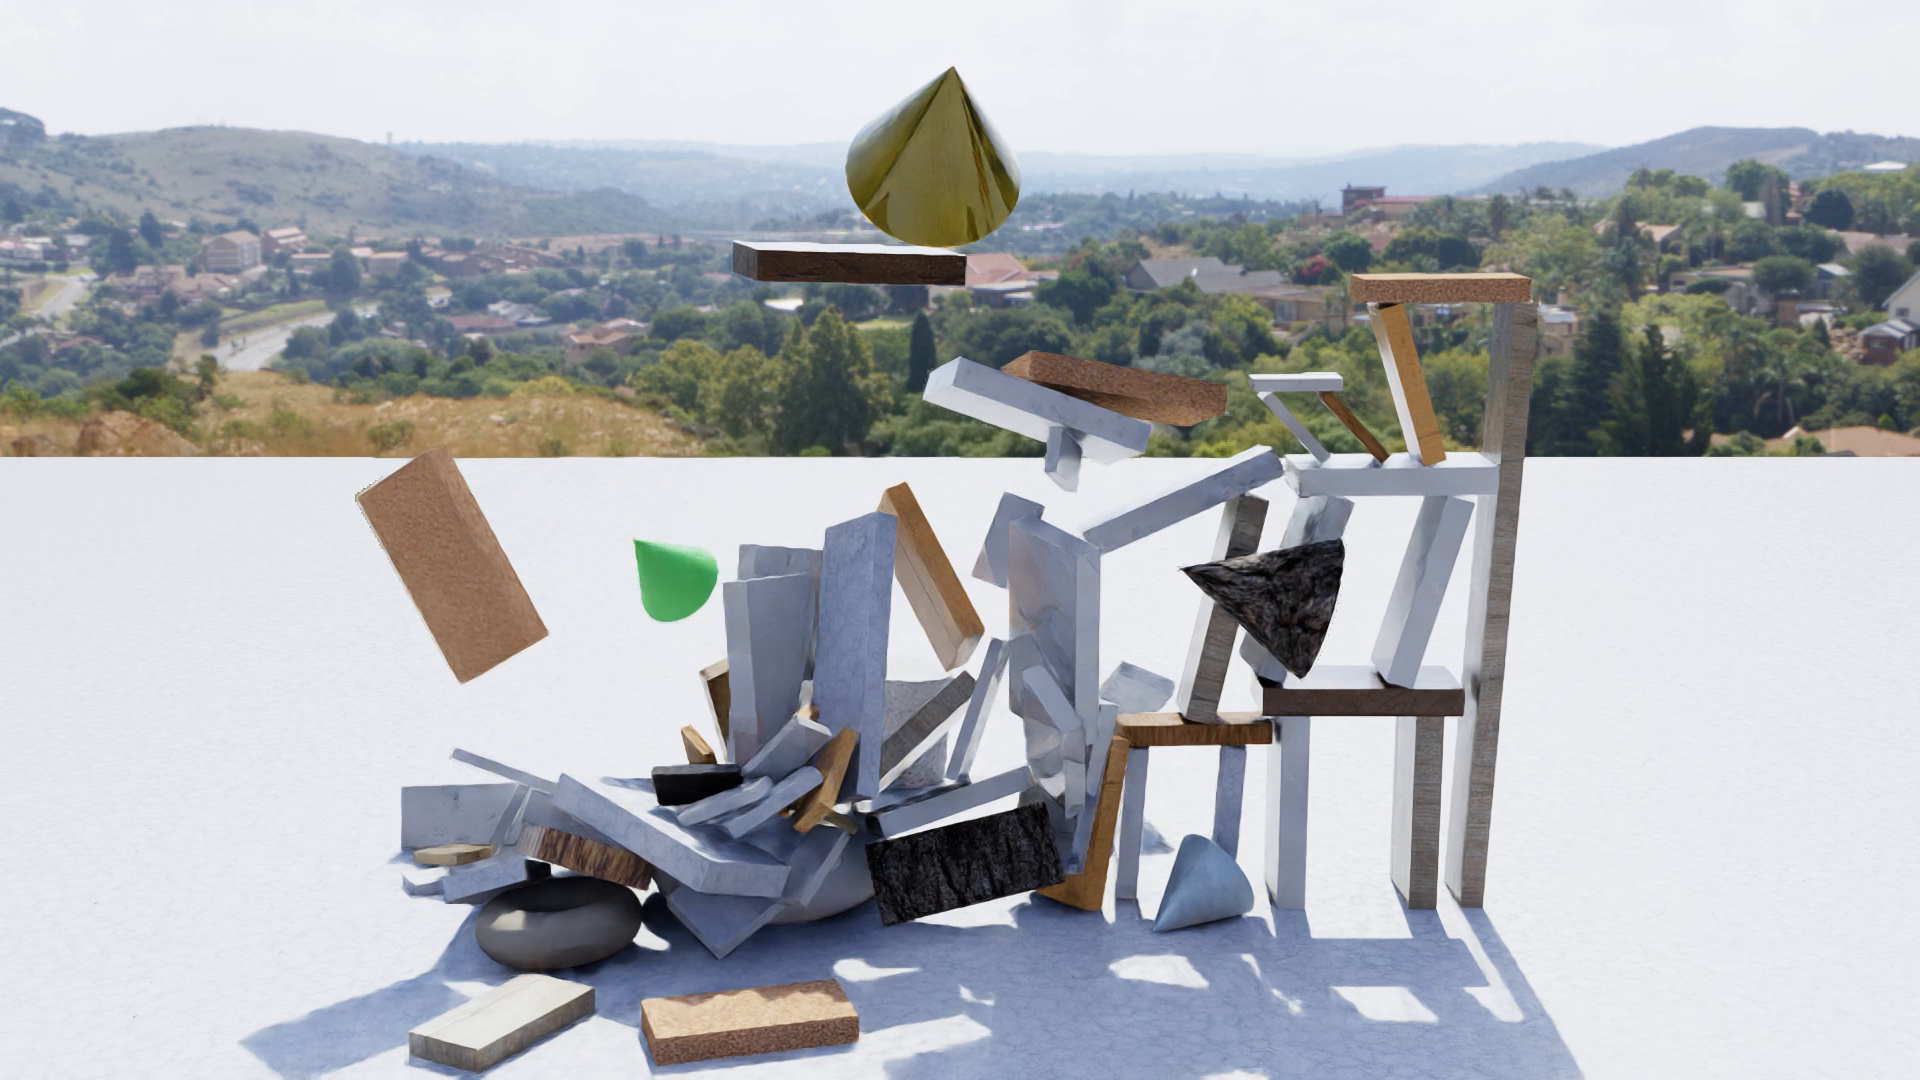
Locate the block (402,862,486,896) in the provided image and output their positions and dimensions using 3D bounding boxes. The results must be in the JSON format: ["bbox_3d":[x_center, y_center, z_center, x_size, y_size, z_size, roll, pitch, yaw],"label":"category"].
[{"bbox_3d":[-0.866,0.571,3.717,0.135,0.019,0.068,-7,12,-32],"label":"block"}]

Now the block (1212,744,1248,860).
[{"bbox_3d":[0.446,0.458,3.666,0.035,0.248,0.124,5,6,3],"label":"block"}]

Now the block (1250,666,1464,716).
[{"bbox_3d":[0.649,0.247,3.613,0.324,0.046,0.162,0,10,1],"label":"block"}]

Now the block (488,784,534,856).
[{"bbox_3d":[-0.787,0.485,3.846,0.019,0.135,0.068,27,-7,-1],"label":"block"}]

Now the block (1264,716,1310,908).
[{"bbox_3d":[0.542,0.429,3.648,0.046,0.324,0.162,0,10,0],"label":"block"}]

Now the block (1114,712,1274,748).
[{"bbox_3d":[0.386,0.315,3.664,0.248,0.035,0.124,-1,5,-4],"label":"block"}]

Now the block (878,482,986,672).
[{"bbox_3d":[-0.055,0.061,3.598,0.040,0.284,0.142,-21,-19,-22],"label":"block"}]

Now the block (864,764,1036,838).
[{"bbox_3d":[-0.018,0.421,3.562,0.259,0.037,0.130,-18,-1,-13],"label":"block"}]

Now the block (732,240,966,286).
[{"bbox_3d":[-0.177,-0.438,3.480,0.336,0.048,0.168,-1,12,-19],"label":"block"}]

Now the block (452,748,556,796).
[{"bbox_3d":[-0.690,0.423,3.733,0.387,0.019,0.068,15,-13,24],"label":"block"}]

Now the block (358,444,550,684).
[{"bbox_3d":[-0.813,0.041,3.525,0.173,0.346,0.049,-28,1,29],"label":"block"}]

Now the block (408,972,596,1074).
[{"bbox_3d":[-0.642,0.678,3.100,0.125,0.035,0.249,6,12,29],"label":"block"}]

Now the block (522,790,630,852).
[{"bbox_3d":[-0.634,0.469,3.648,0.178,0.050,0.355,19,-11,-8],"label":"block"}]

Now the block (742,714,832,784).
[{"bbox_3d":[-0.268,0.329,3.387,0.068,0.136,0.019,27,27,-38],"label":"block"}]

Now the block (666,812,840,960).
[{"bbox_3d":[-0.322,0.532,3.441,0.249,0.035,0.125,-36,59,-26],"label":"block"}]

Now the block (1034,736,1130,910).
[{"bbox_3d":[0.194,0.453,3.625,0.040,0.283,0.141,8,3,-41],"label":"block"}]

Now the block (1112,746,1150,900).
[{"bbox_3d":[0.283,0.459,3.656,0.035,0.248,0.124,5,5,1],"label":"block"}]

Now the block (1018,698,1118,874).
[{"bbox_3d":[0.169,0.390,3.602,0.040,0.283,0.141,6,7,-42],"label":"block"}]

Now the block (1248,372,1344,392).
[{"bbox_3d":[0.536,-0.252,3.513,0.142,0.020,0.071,0,11,2],"label":"block"}]

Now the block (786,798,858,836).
[{"bbox_3d":[-0.216,0.435,3.470,0.069,0.020,0.139,15,-13,21],"label":"block"}]

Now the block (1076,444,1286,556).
[{"bbox_3d":[0.360,-0.065,3.628,0.338,0.048,0.169,-24,4,1],"label":"block"}]

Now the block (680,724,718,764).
[{"bbox_3d":[-0.410,0.347,3.487,0.019,0.068,0.135,-18,20,-18],"label":"block"}]

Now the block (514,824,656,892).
[{"bbox_3d":[-0.605,0.507,3.527,0.178,0.050,0.356,20,-11,-14],"label":"block"}]

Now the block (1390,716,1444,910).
[{"bbox_3d":[0.756,0.429,3.644,0.046,0.324,0.162,0,10,0],"label":"block"}]

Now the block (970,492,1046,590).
[{"bbox_3d":[0.078,0.002,3.577,0.075,0.149,0.021,21,-2,38],"label":"block"}]

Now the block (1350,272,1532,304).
[{"bbox_3d":[0.758,-0.400,3.484,0.259,0.037,0.130,0,11,1],"label":"block"}]

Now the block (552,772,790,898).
[{"bbox_3d":[-0.447,0.452,3.386,0.356,0.050,0.178,23,4,38],"label":"block"}]

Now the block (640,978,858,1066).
[{"bbox_3d":[-0.297,0.677,3.093,0.283,0.040,0.141,-3,11,-16],"label":"block"}]

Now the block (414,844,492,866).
[{"bbox_3d":[-0.877,0.544,3.797,0.135,0.019,0.068,-4,4,45],"label":"block"}]

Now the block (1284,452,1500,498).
[{"bbox_3d":[0.693,-0.106,3.547,0.315,0.045,0.158,-1,11,1],"label":"block"}]

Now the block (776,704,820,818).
[{"bbox_3d":[-0.256,0.348,3.467,0.023,0.162,0.081,13,10,9],"label":"block"}]

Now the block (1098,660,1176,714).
[{"bbox_3d":[0.314,0.304,4.133,0.108,0.031,0.217,22,-32,-6],"label":"block"}]

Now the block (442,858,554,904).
[{"bbox_3d":[-0.732,0.544,3.502,0.125,0.035,0.249,-15,-10,-3],"label":"block"}]
